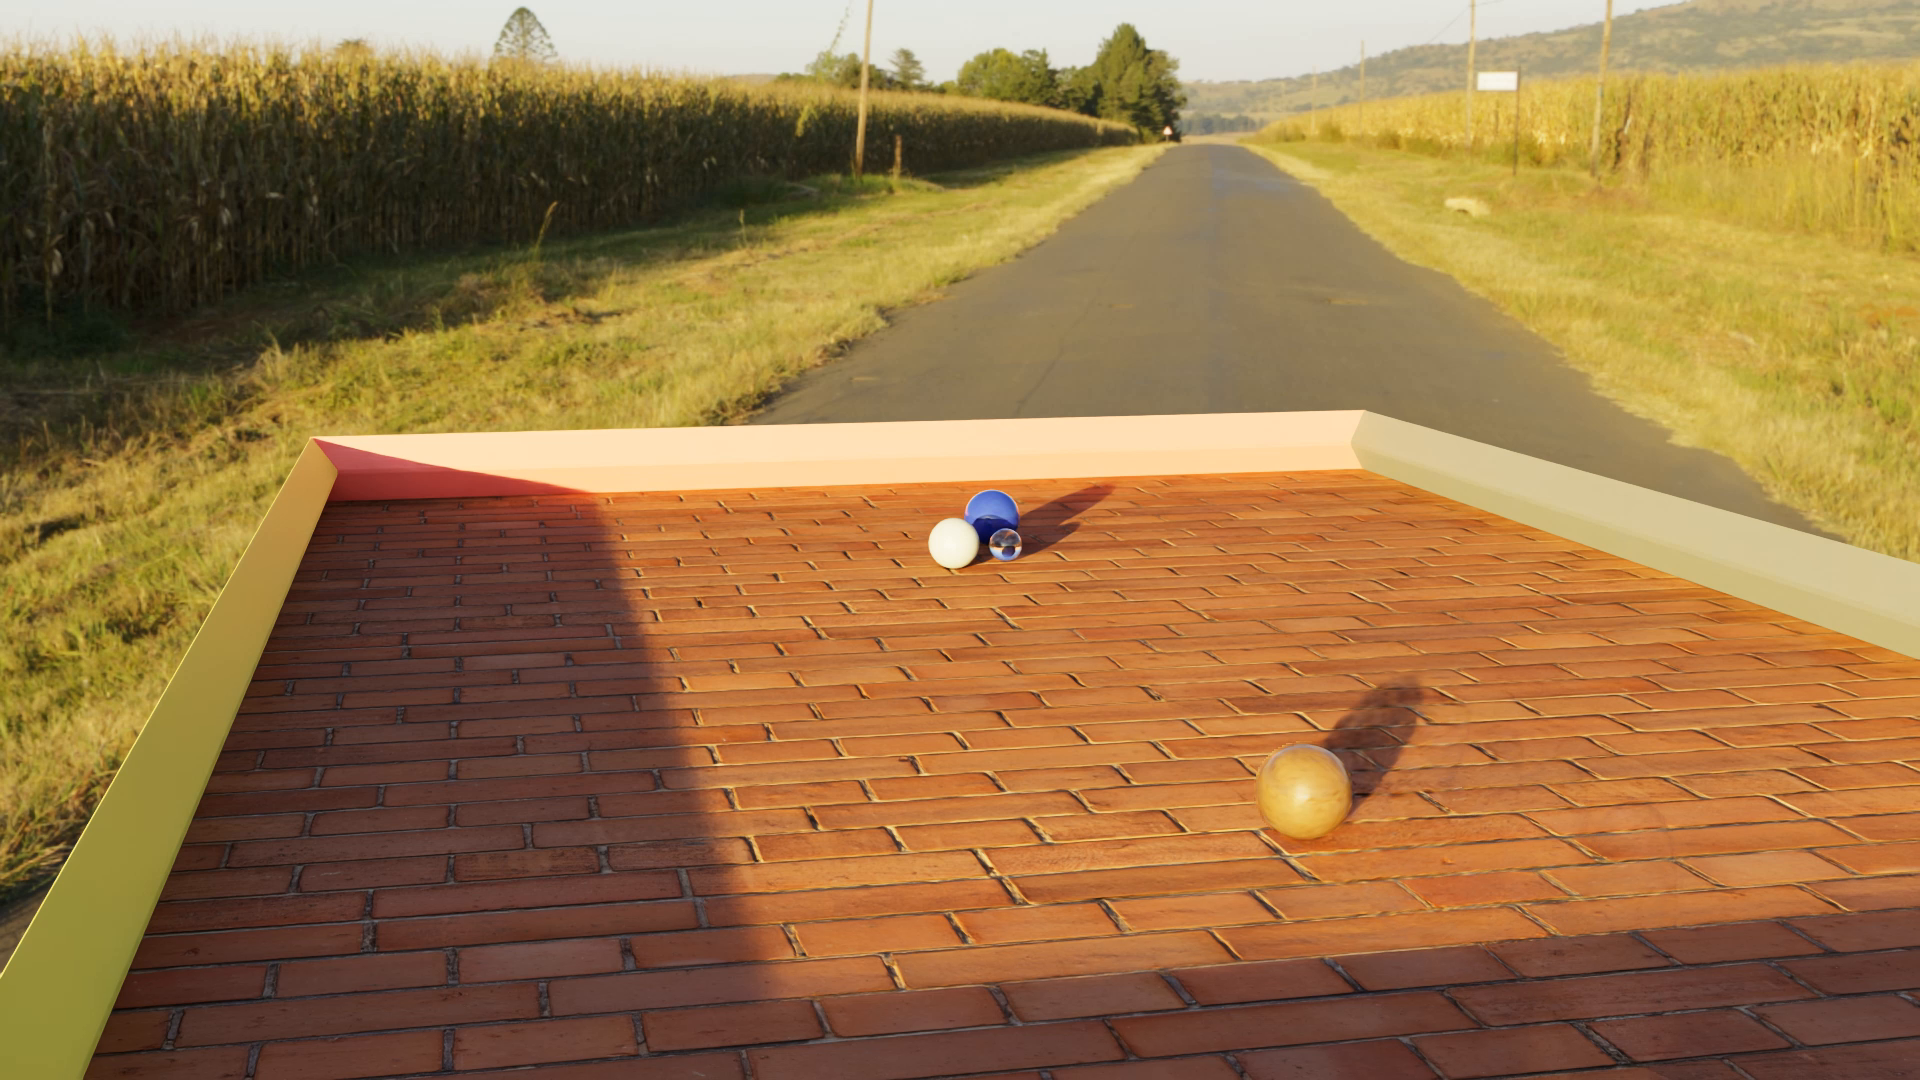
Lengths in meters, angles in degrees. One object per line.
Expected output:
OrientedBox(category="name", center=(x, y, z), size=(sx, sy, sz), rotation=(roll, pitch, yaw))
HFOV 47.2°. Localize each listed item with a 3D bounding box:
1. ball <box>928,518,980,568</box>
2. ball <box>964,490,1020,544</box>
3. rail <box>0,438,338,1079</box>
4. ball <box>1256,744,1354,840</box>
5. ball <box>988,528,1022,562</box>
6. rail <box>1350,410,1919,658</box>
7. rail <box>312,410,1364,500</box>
OrientedBox(category="ball", center=(-0.008, 0.005, 3.161), size=(0.074, 0.074, 0.074), rotation=(0, 10, 0))
OrientedBox(category="ball", center=(0.049, -0.034, 3.354), size=(0.085, 0.085, 0.085), rotation=(0, 10, 0))
OrientedBox(category="rail", center=(-0.747, 0.144, 2.238), size=(0.045, 0.110, 3.216), rotation=(-2, 10, -12))
OrientedBox(category="ball", center=(0.297, 0.217, 1.897), size=(0.083, 0.083, 0.083), rotation=(0, 10, 0))
OrientedBox(category="ball", center=(0.067, 0.007, 3.219), size=(0.049, 0.049, 0.049), rotation=(0, 10, 0))
OrientedBox(category="rail", center=(1.092, 0.075, 2.636), size=(0.045, 0.110, 3.216), rotation=(-2, 10, -12))
OrientedBox(category="rail", center=(-0.168, -0.153, 3.963), size=(1.930, 0.110, 0.045), rotation=(-2, 10, -12))
